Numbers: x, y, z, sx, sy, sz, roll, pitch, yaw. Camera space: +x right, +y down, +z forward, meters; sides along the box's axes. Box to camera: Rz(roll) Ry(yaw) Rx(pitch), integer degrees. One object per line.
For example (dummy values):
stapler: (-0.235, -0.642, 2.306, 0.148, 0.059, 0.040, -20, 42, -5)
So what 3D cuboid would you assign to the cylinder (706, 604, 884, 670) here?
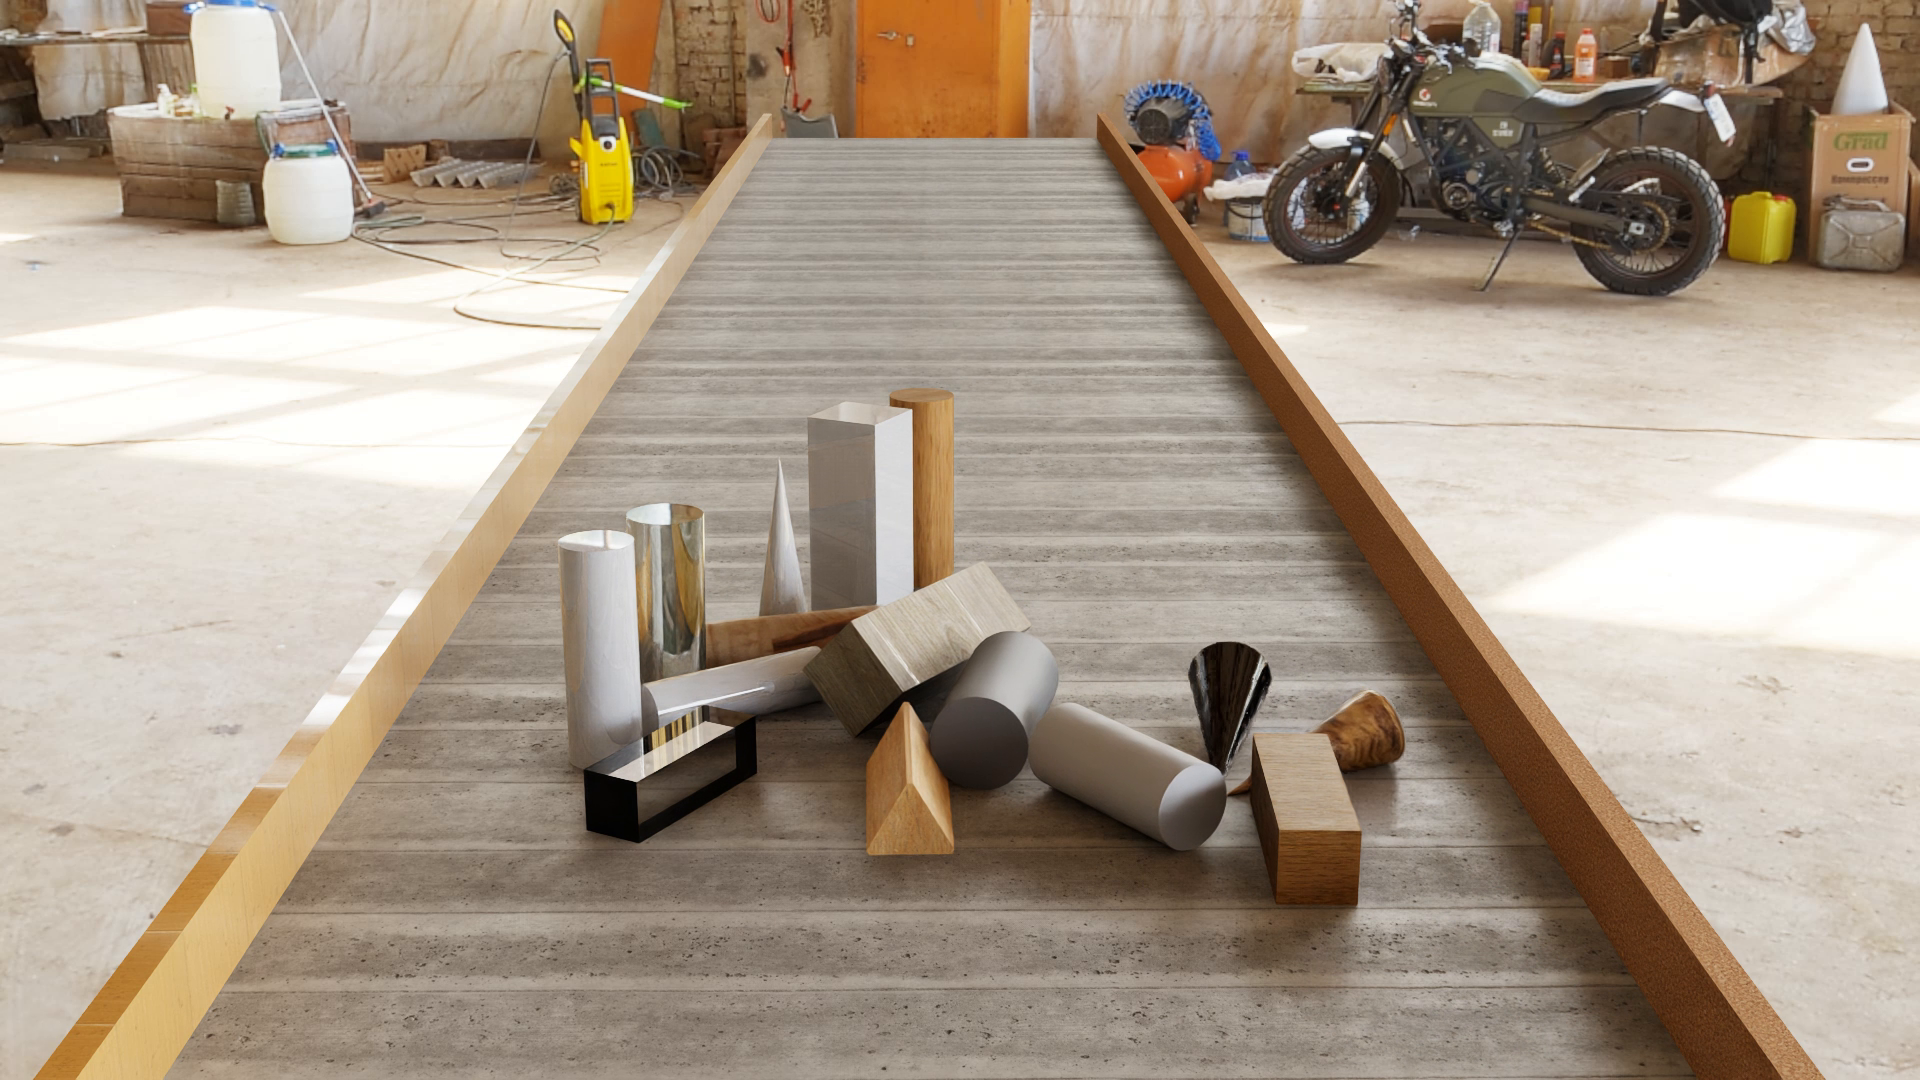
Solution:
cylinder: (-0.336, 0.205, 4.328, 0.390, 0.120, 0.120, -5, 17, -17)

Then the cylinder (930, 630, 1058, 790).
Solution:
cylinder: (0.066, 0.299, 3.921, 0.171, 0.171, 0.351, 3, 17, 11)

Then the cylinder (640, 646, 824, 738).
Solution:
cylinder: (-0.419, 0.284, 4.084, 0.367, 0.108, 0.108, -11, 20, -33)

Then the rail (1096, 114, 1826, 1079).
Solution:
rail: (0.932, -0.844, 7.801, 0.050, 0.150, 12.000, 0, 17, -1)

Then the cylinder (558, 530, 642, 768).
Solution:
cylinder: (-0.631, 0.194, 3.869, 0.131, 0.402, 0.131, 0, 17, 0)

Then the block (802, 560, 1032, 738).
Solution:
block: (-0.075, 0.201, 4.154, 0.160, 0.160, 0.442, 53, 36, 10)

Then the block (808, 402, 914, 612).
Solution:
block: (-0.207, -0.051, 4.619, 0.159, 0.443, 0.159, 8, 18, 26)

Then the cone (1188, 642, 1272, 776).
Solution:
cone: (0.472, 0.343, 3.940, 0.154, 0.154, 0.374, 3, 28, 9)

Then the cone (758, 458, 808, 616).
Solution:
cone: (-0.356, 0.033, 4.395, 0.124, 0.411, 0.124, 0, 17, 0)

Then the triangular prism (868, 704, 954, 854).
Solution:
triangular prism: (-0.087, 0.392, 3.686, 0.139, 0.120, 0.364, -1, 17, -2)

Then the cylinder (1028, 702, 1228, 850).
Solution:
cylinder: (0.275, 0.390, 3.658, 0.147, 0.147, 0.337, -12, 20, -34)

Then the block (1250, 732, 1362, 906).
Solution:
block: (0.549, 0.441, 3.526, 0.124, 0.124, 0.397, 0, 17, 1)

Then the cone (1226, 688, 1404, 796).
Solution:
cone: (0.594, 0.383, 3.819, 0.344, 0.137, 0.137, -21, 24, -24)

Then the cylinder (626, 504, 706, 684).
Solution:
cylinder: (-0.546, 0.134, 4.104, 0.142, 0.380, 0.142, 1, 16, 0)

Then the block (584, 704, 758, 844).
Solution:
block: (-0.485, 0.391, 3.721, 0.108, 0.108, 0.339, 9, 19, 28)

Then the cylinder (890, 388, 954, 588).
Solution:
cylinder: (-0.084, -0.116, 4.880, 0.141, 0.421, 0.141, 0, 17, 0)

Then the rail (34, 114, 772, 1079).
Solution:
rail: (-1.118, -0.838, 7.780, 0.050, 0.150, 12.000, 0, 17, -1)
